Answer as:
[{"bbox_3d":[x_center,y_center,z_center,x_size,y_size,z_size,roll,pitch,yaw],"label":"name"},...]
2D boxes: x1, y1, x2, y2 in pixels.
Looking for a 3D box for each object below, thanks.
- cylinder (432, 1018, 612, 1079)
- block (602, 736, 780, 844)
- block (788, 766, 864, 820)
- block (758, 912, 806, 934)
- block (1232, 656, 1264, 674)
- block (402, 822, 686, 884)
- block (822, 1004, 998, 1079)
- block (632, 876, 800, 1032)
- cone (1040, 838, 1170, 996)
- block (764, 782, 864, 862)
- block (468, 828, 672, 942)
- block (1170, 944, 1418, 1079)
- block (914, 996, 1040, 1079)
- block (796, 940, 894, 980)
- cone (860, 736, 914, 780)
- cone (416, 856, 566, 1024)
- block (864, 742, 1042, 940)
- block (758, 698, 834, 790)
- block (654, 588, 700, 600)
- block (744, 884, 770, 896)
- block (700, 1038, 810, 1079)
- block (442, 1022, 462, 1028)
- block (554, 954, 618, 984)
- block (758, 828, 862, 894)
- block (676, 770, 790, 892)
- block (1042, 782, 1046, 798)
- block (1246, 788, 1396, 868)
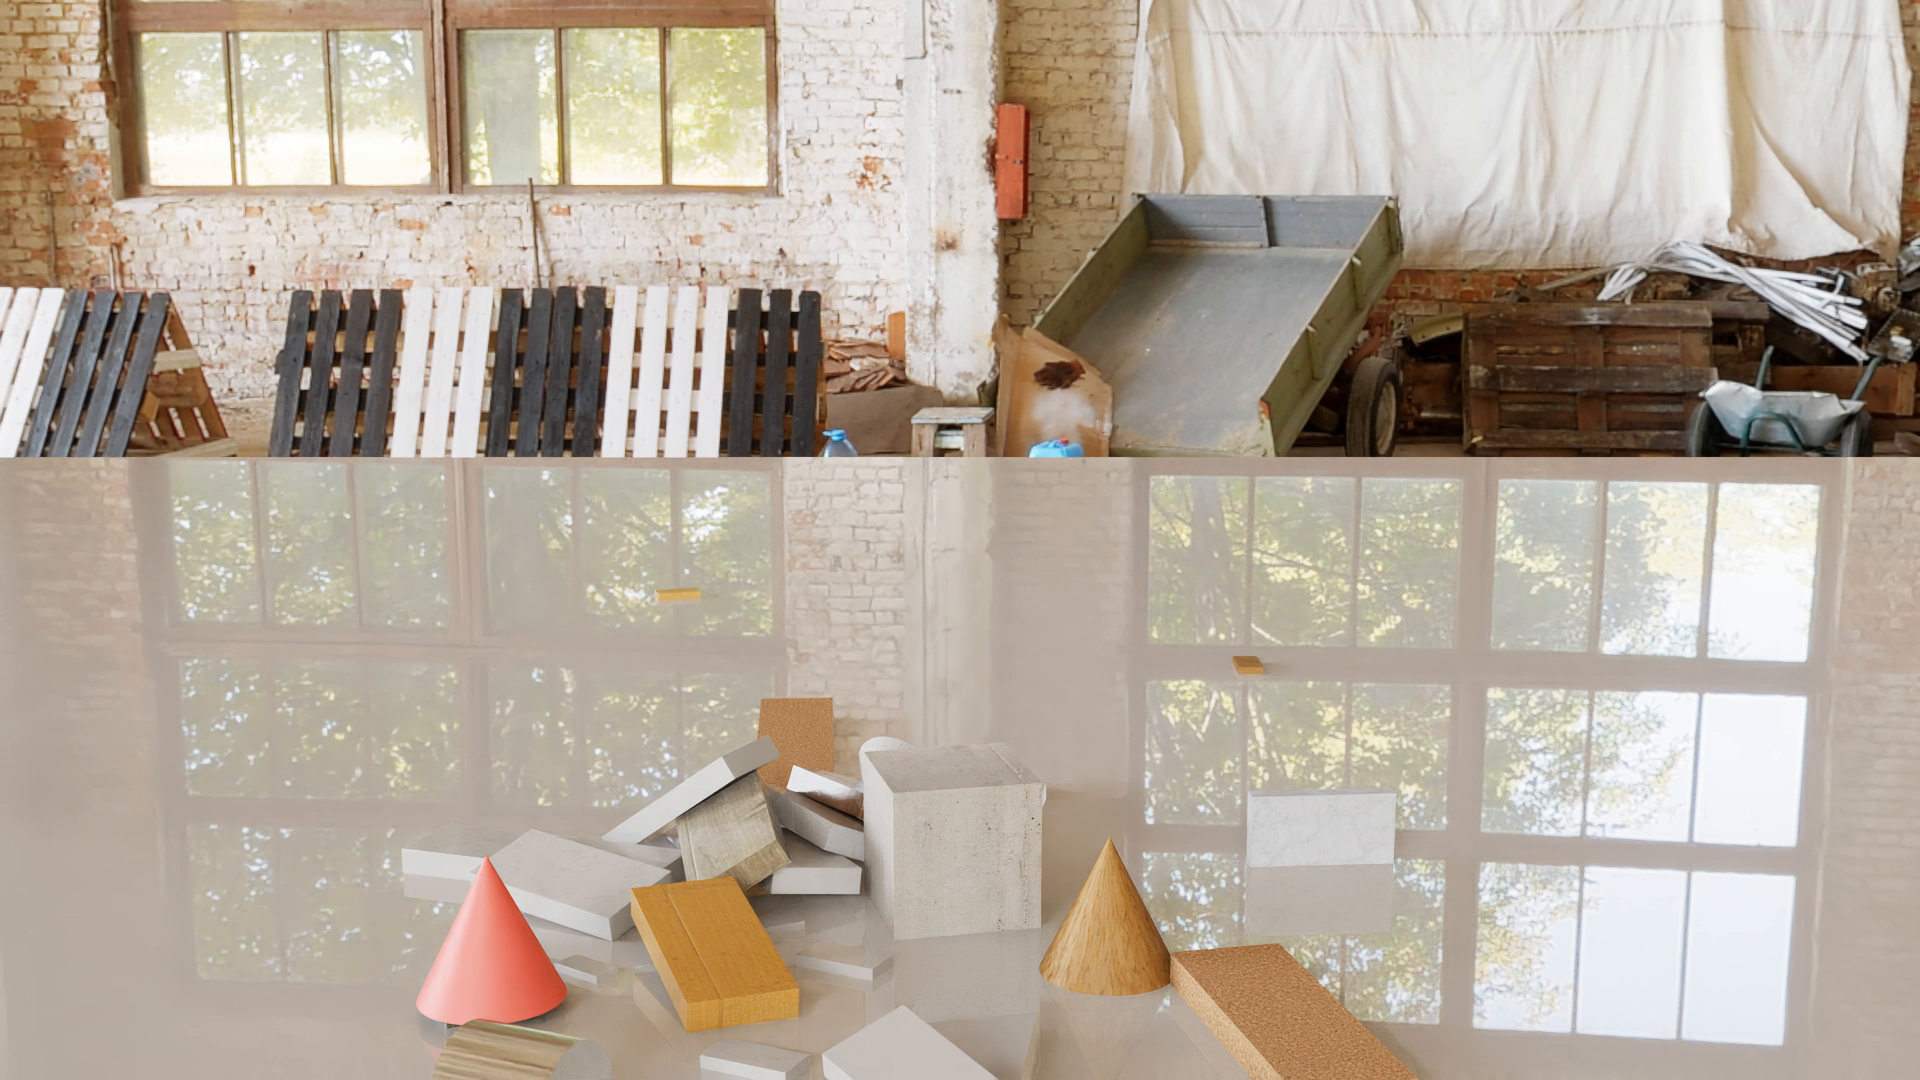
[{"bbox_3d":[-0.541,0.685,2.719,0.160,0.160,0.160,5,11,23],"label":"cylinder"},{"bbox_3d":[-0.470,0.449,3.847,0.307,0.043,0.153,-34,-6,27],"label":"block"},{"bbox_3d":[-0.151,0.478,3.963,0.307,0.043,0.153,15,-2,42],"label":"block"},{"bbox_3d":[-0.298,0.613,3.508,0.091,0.013,0.045,-5,12,-26],"label":"block"},{"bbox_3d":[0.681,0.296,5.208,0.058,0.016,0.115,0,11,0],"label":"block"},{"bbox_3d":[-0.709,0.550,3.764,0.470,0.043,0.152,4,11,19],"label":"block"},{"bbox_3d":[-0.038,0.694,2.755,0.133,0.038,0.266,-25,37,-33],"label":"block"},{"bbox_3d":[-0.372,0.613,3.288,0.163,0.046,0.370,-4,19,-20],"label":"block"},{"bbox_3d":[0.225,0.548,3.319,0.210,0.210,0.210,0,11,0],"label":"cone"},{"bbox_3d":[-0.234,0.498,3.846,0.163,0.046,0.327,22,-3,-30],"label":"block"},{"bbox_3d":[-0.633,0.558,3.579,0.304,0.043,0.152,11,28,32],"label":"block"},{"bbox_3d":[0.452,0.678,3.061,0.171,0.048,0.494,-2,11,-13],"label":"block"},{"bbox_3d":[0.006,0.701,2.938,0.171,0.048,0.342,1,11,7],"label":"block"},{"bbox_3d":[-0.176,0.640,3.348,0.133,0.019,0.067,5,12,26],"label":"block"},{"bbox_3d":[-0.147,0.473,4.121,0.147,0.147,0.147,4,38,21],"label":"cone"},{"bbox_3d":[-0.677,0.555,3.162,0.214,0.214,0.214,0,11,0],"label":"cone"},{"bbox_3d":[-0.015,0.485,3.578,0.240,0.240,0.240,-3,11,-13],"label":"block"},{"bbox_3d":[-0.332,0.426,4.434,0.153,0.043,0.680,-1,11,-4],"label":"block"},{"bbox_3d":[-0.772,0.147,6.012,0.115,0.016,0.058,-4,11,-19],"label":"block"},{"bbox_3d":[-0.345,0.572,3.671,0.145,0.021,0.072,-1,9,-37],"label":"block"},{"bbox_3d":[-0.278,0.707,2.985,0.133,0.019,0.067,5,12,25],"label":"block"},{"bbox_3d":[-0.681,0.670,3.180,0.145,0.021,0.072,-6,12,-28],"label":"block"},{"bbox_3d":[-0.564,0.648,3.321,0.091,0.013,0.045,8,13,36],"label":"block"},{"bbox_3d":[-0.292,0.538,3.706,0.152,0.043,0.304,4,4,-24],"label":"block"},{"bbox_3d":[-0.381,0.500,3.664,0.163,0.046,0.327,-31,18,-2],"label":"block"},{"bbox_3d":[0.104,0.479,4.220,0.115,0.016,0.058,2,11,9],"label":"block"},{"bbox_3d":[0.626,0.498,3.817,0.252,0.126,0.036,-1,11,-5],"label":"block"}]
